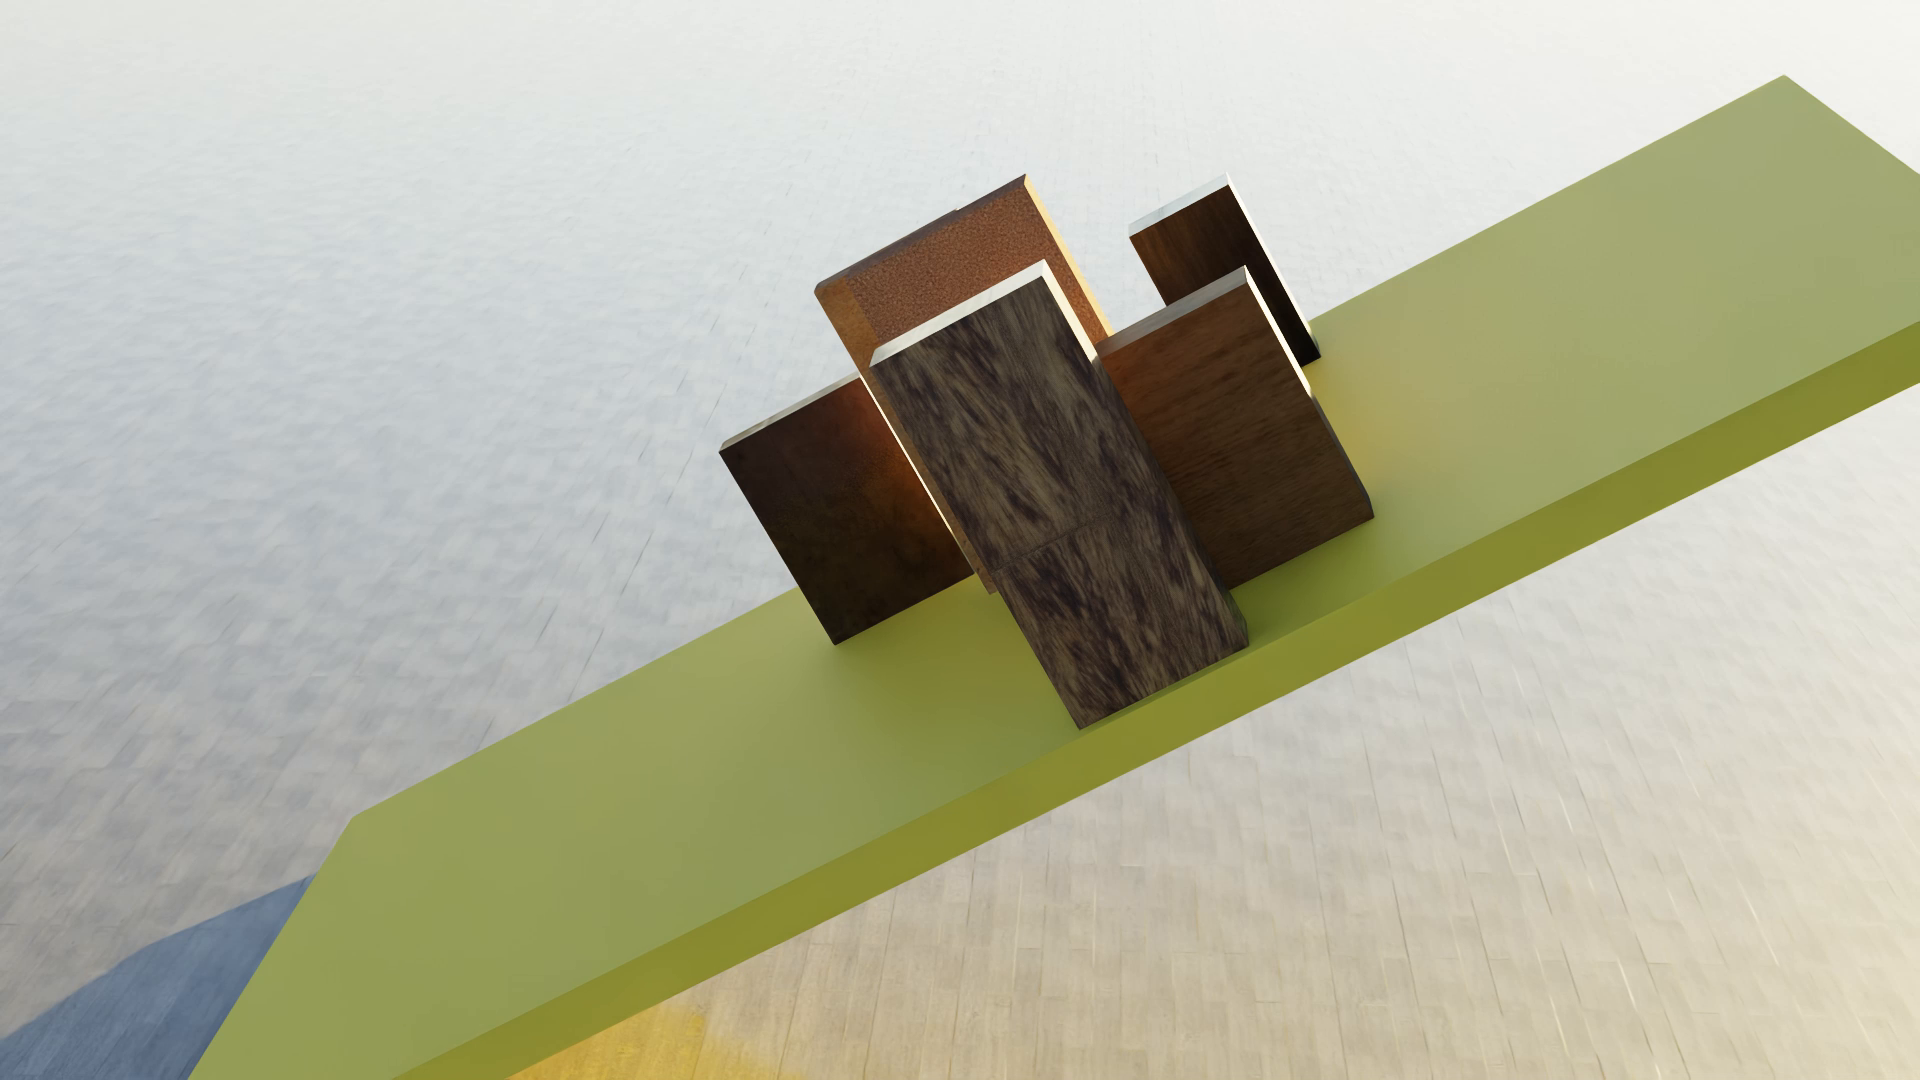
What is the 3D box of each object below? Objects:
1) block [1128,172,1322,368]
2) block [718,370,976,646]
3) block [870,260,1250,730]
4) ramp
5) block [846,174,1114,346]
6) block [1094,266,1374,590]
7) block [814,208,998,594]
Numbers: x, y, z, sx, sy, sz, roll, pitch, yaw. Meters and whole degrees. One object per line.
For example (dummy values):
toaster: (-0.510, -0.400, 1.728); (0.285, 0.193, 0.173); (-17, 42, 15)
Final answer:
block: (0.607, -0.573, 6.757); (0.255, 0.456, 0.140); (-27, 14, 11)
block: (-0.250, -0.072, 6.618); (0.365, 0.520, 0.082); (-27, 14, 11)
block: (0.182, -0.076, 5.255); (0.345, 0.770, 0.129); (-27, 14, 11)
ramp: (0.142, 0.167, 6.283); (4.000, 0.100, 2.000); (-27, 14, 11)
block: (0.146, -0.296, 6.023); (0.411, 0.799, 0.120); (-27, 14, 11)
block: (0.502, -0.199, 5.563); (0.355, 0.515, 0.138); (-27, 14, 11)
block: (0.030, -0.292, 6.309); (0.344, 0.766, 0.085); (-27, 14, 11)
